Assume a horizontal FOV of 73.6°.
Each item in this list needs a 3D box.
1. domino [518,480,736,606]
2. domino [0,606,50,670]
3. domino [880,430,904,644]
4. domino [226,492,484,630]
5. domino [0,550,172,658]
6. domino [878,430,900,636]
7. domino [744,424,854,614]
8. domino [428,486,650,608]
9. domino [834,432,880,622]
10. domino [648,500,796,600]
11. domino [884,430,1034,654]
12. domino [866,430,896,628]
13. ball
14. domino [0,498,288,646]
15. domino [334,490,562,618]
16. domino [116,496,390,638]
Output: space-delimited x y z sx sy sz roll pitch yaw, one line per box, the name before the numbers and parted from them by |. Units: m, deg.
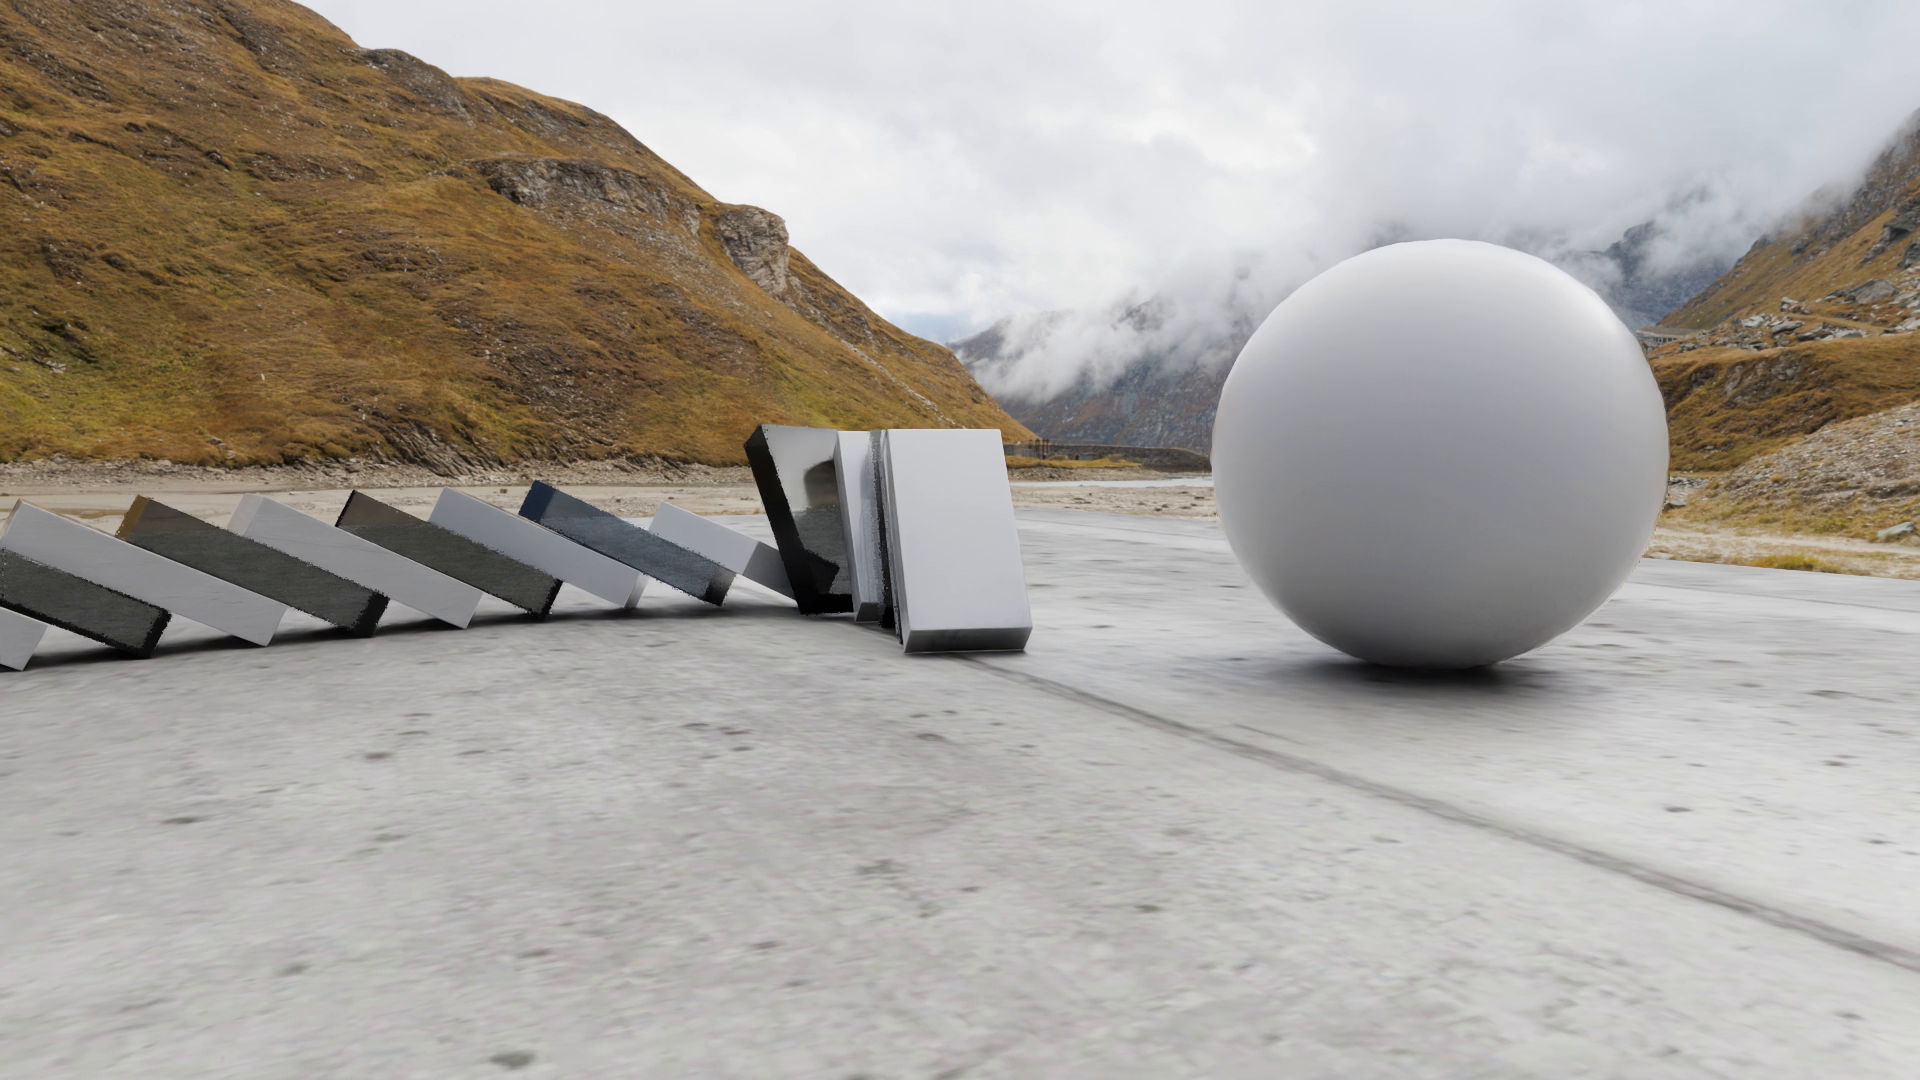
domino | -0.083 0.001 0.325 0.050 0.009 0.025 25 -6 3
domino | -0.199 0.009 0.237 0.050 0.009 0.025 32 -15 -34
domino | -0.003 -0.002 0.284 0.025 0.050 0.009 -1 -33 -11
domino | -0.137 0.005 0.291 0.050 0.009 0.025 31 -15 -35
domino | -0.184 0.008 0.250 0.050 0.009 0.025 32 -16 -35
domino | -0.004 -0.002 0.296 0.025 0.050 0.010 -1 -33 -11
domino | -0.035 -0.006 0.325 0.025 0.050 0.009 0 -32 -41
domino | -0.103 0.002 0.319 0.050 0.009 0.025 24 -6 -6
domino | -0.016 -0.004 0.318 0.025 0.050 0.009 -1 -33 -15
domino | -0.059 0.004 0.339 0.025 0.010 0.050 30 -8 -42
domino | -0.001 -0.001 0.272 0.025 0.050 0.009 -1 -33 -11
domino | -0.008 -0.003 0.307 0.025 0.050 0.010 0 -33 -11
ball | 0.088 -0.016 0.241 0.080 0.080 0.080 0 4 0
domino | -0.169 0.007 0.265 0.050 0.009 0.025 31 -15 -35
domino | -0.122 0.003 0.307 0.050 0.009 0.025 27 -9 -21
domino | -0.153 0.006 0.278 0.050 0.009 0.025 31 -15 -35
